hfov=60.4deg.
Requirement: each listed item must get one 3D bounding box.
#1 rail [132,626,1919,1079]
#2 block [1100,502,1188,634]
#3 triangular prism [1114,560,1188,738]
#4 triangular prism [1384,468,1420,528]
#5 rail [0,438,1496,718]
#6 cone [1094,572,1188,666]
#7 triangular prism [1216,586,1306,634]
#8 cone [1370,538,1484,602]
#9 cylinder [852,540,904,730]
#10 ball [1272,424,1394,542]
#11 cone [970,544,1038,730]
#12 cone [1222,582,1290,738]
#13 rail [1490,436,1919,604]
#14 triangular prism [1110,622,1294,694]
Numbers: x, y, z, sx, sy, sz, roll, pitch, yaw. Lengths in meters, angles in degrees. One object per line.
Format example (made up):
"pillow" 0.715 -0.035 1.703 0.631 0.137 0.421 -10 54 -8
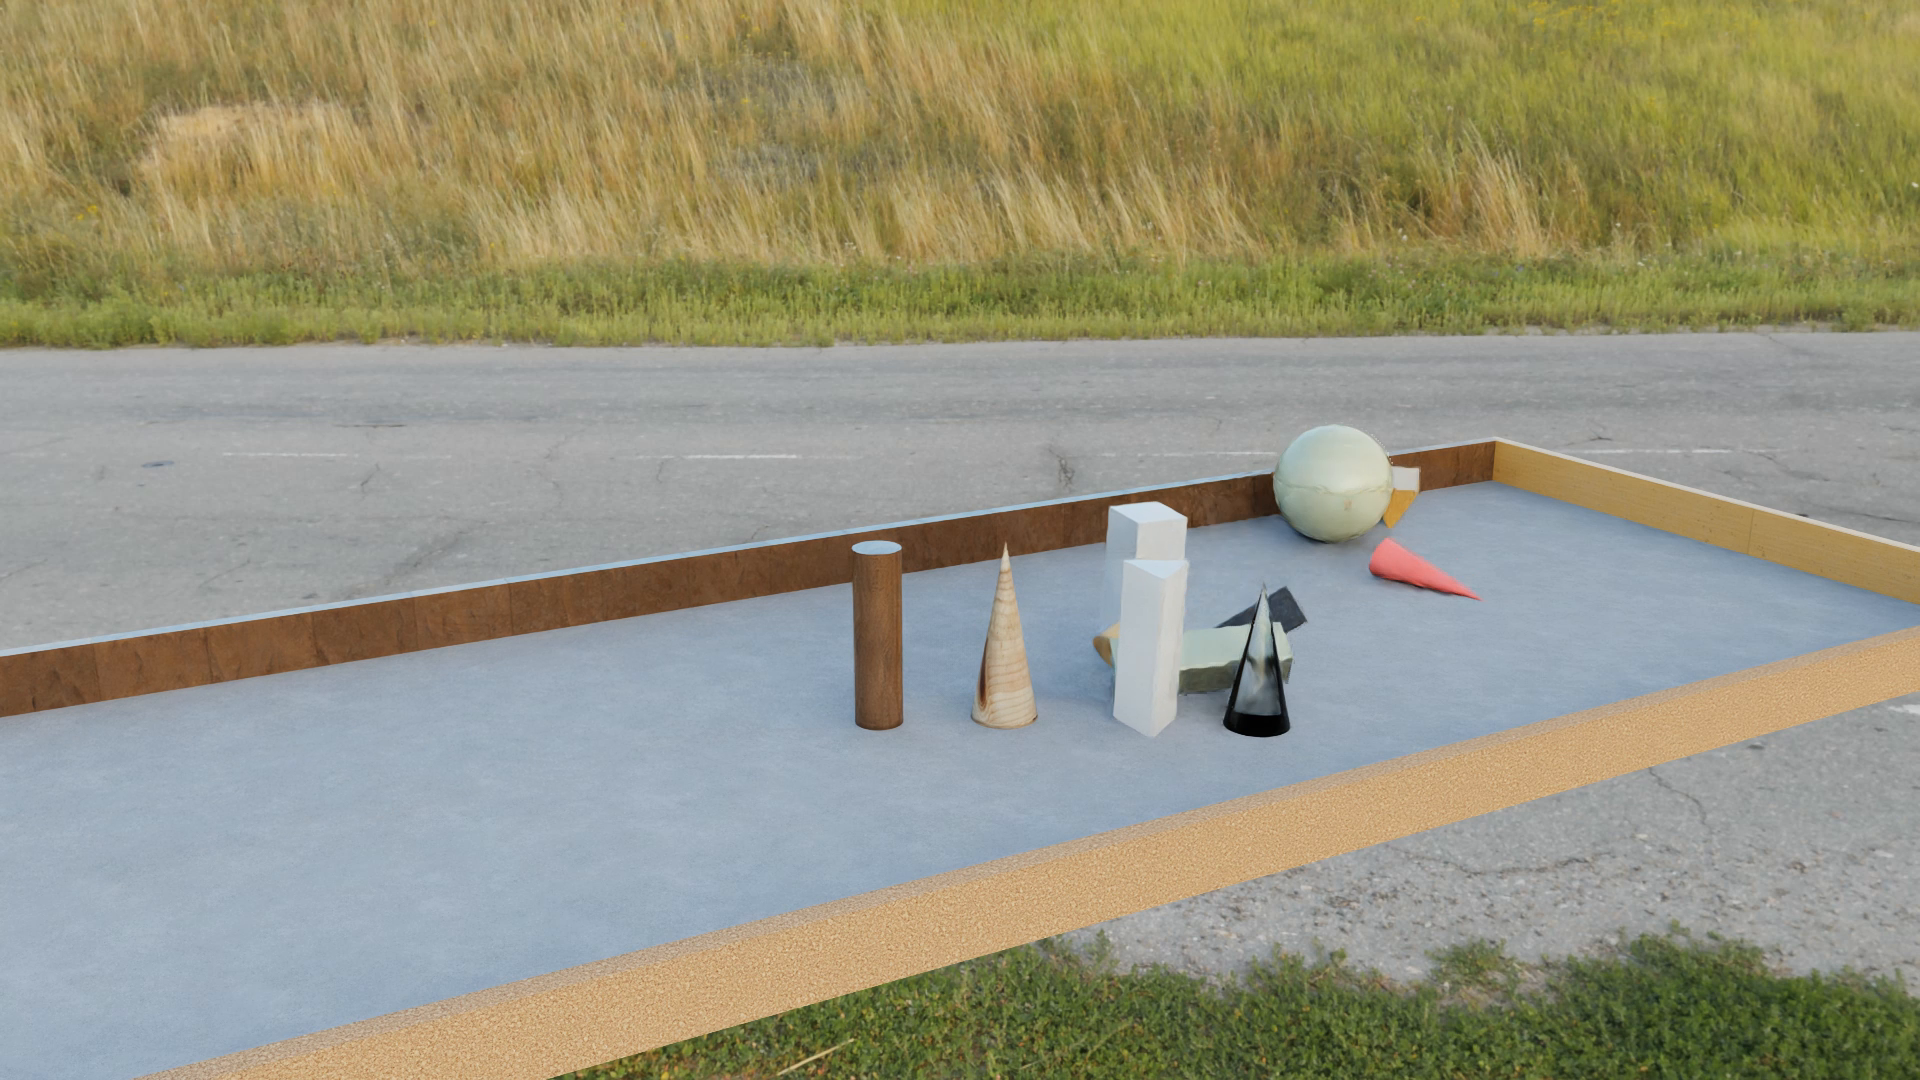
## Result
"rail" -2.336 1.006 1.665 12.000 0.150 0.050 -9 18 -27
"block" 0.476 0.107 4.301 0.146 0.379 0.146 -7 21 -25
"triangular prism" 0.464 0.243 3.831 0.127 0.390 0.147 -8 20 -30
"triangular prism" 1.456 -0.179 5.606 0.135 0.155 0.324 35 22 4
"rail" -3.305 0.497 3.399 12.000 0.150 0.050 -9 18 -27
"cone" 0.493 0.188 4.152 0.171 0.171 0.304 17 60 46
"triangular prism" 0.686 0.233 4.099 0.333 0.086 0.099 -31 16 10
"cone" 1.391 0.115 4.856 0.351 0.119 0.119 27 30 38
"cylinder" -0.191 0.223 3.838 0.114 0.428 0.114 0 16 0
"ball" 1.199 -0.182 5.303 0.378 0.378 0.378 0 16 0
"cone" 0.105 0.210 3.865 0.160 0.438 0.160 0 16 0
"cone" 0.698 0.263 3.830 0.157 0.355 0.157 0 17 0
"rail" 2.466 -0.048 5.253 0.050 0.150 2.100 -9 18 -27
"triangular prism" 0.577 0.276 3.983 0.416 0.147 0.127 -6 61 0
